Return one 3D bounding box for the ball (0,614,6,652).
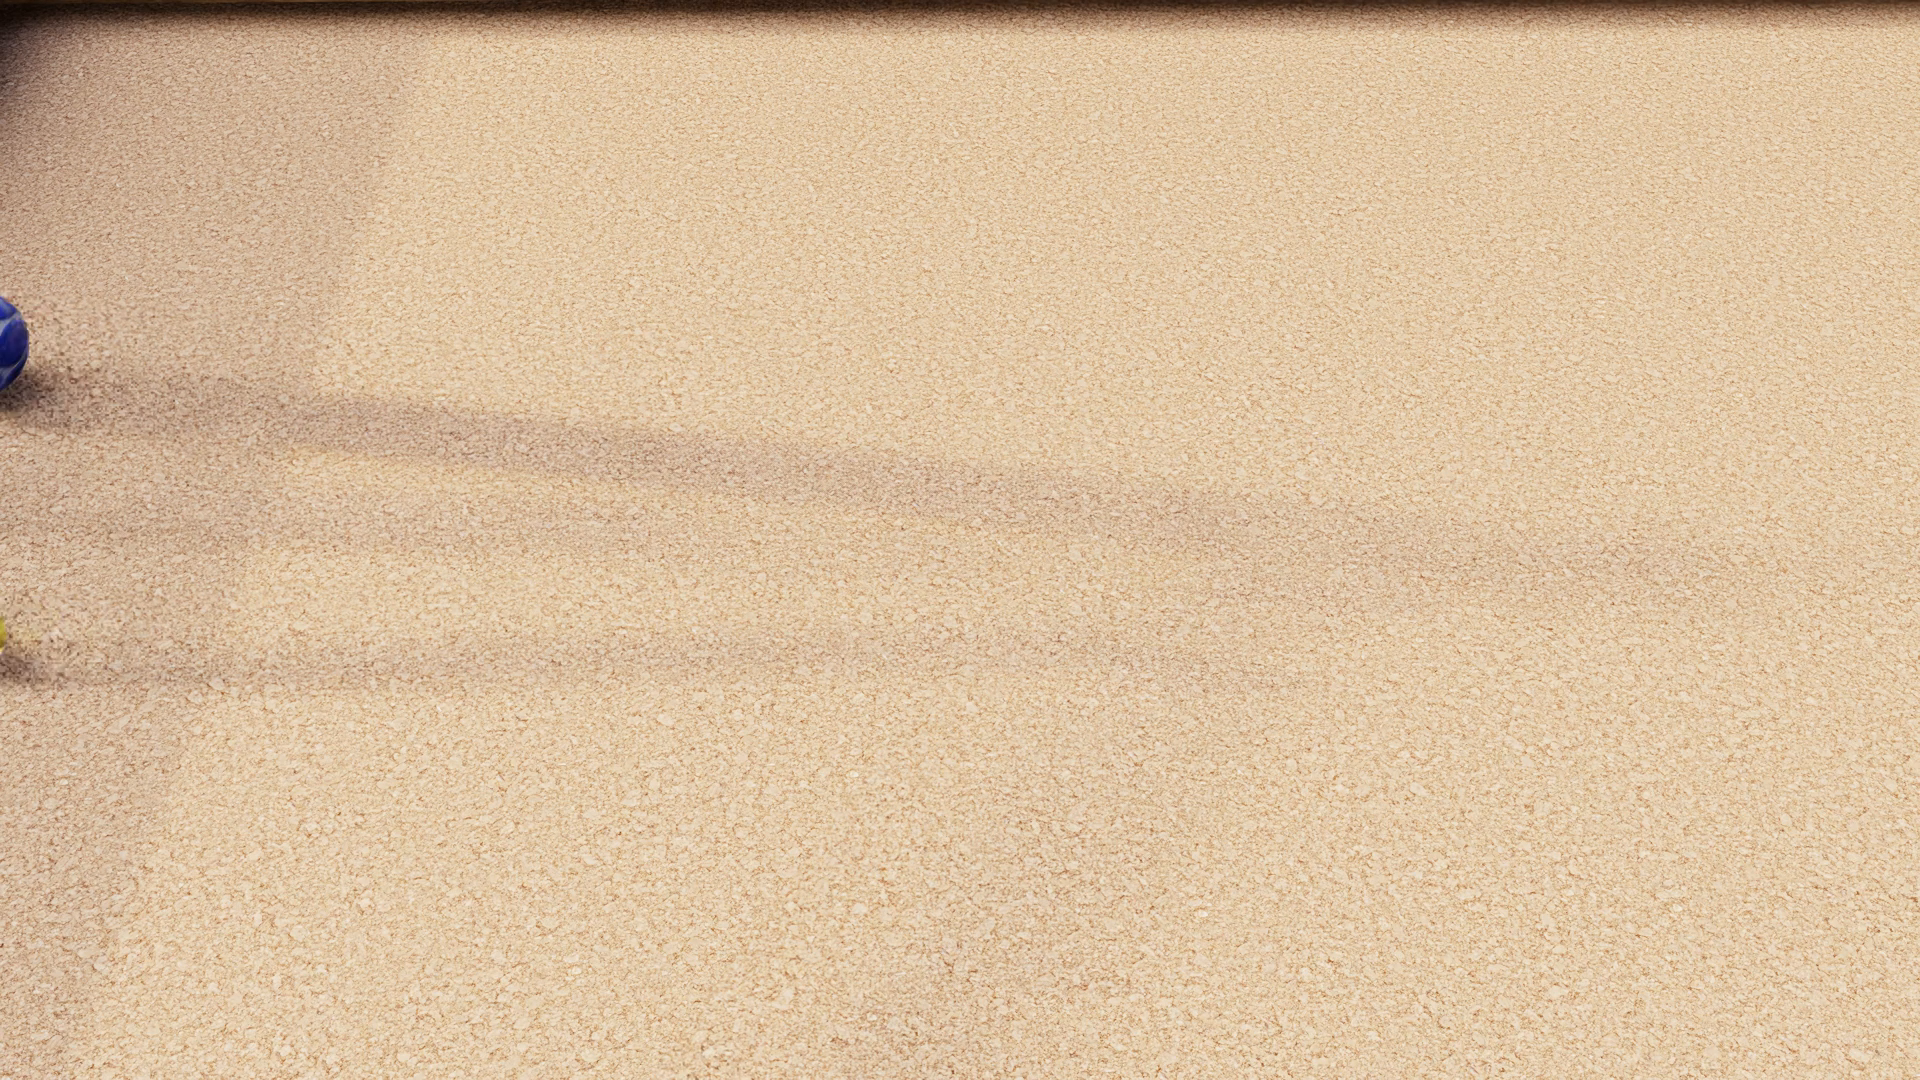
[{"bbox_3d":[-0.615,0.058,1.584,0.048,0.048,0.048,0,36,0],"label":"ball"}]

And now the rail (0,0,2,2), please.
[{"bbox_3d":[-0.856,-0.011,1.631,0.045,0.103,1.797,-1,36,-1],"label":"rail"}]

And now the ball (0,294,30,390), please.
[{"bbox_3d":[-0.706,-0.141,1.830,0.079,0.079,0.079,0,36,0],"label":"ball"}]

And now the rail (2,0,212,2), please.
[{"bbox_3d":[0.866,-0.544,2.358,3.520,0.103,0.045,-1,36,-1],"label":"rail"}]
